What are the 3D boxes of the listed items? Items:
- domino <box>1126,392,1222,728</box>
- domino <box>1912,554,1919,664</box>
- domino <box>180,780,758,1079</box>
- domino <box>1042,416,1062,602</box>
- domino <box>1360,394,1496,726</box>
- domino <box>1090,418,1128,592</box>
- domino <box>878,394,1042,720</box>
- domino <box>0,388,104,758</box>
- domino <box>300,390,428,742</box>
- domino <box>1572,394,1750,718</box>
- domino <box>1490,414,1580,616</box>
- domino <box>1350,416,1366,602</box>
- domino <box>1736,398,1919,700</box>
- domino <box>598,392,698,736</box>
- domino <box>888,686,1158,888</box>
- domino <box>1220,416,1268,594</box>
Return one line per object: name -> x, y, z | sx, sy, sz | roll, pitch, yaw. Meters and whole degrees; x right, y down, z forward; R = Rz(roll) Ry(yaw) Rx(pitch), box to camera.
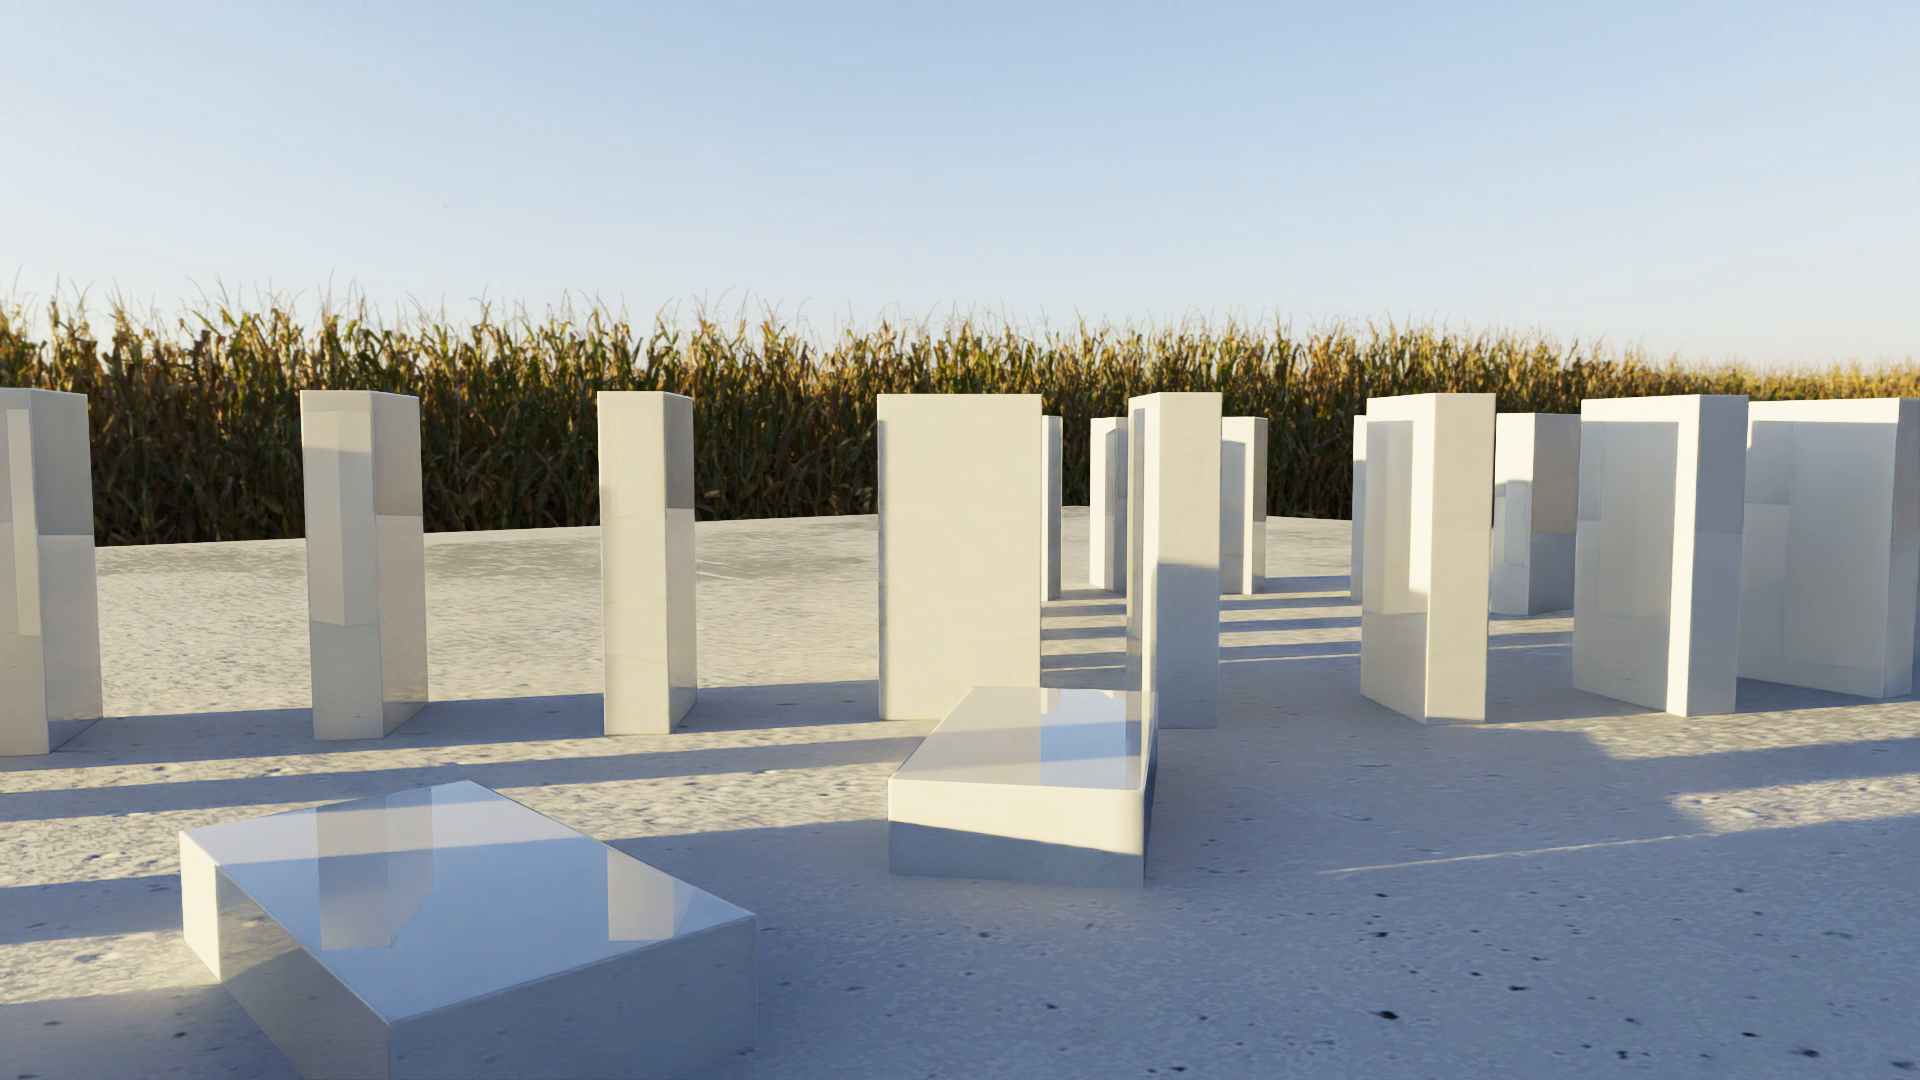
domino -> 0.033, 0.002, 0.203 | 0.010, 0.050, 0.025 | 0, 4, -3
domino -> 0.174, -0.001, 0.253 | 0.025, 0.050, 0.010 | 1, 4, 13
domino -> -0.040, 0.030, 0.100 | 0.025, 0.009, 0.050 | -4, 6, -43
domino -> 0.015, -0.009, 0.355 | 0.025, 0.050, 0.009 | 2, 5, 27
domino -> 0.074, 0.002, 0.205 | 0.010, 0.050, 0.025 | 0, 4, -5
domino -> 0.047, -0.011, 0.379 | 0.009, 0.050, 0.025 | -1, 4, -10
domino -> 0.000, 0.002, 0.201 | 0.025, 0.050, 0.009 | 0, 4, 0
domino -> -0.134, 0.004, 0.184 | 0.010, 0.050, 0.025 | -2, 5, -19
domino -> -0.090, 0.003, 0.195 | 0.010, 0.050, 0.025 | -1, 4, -8
domino -> 0.115, 0.002, 0.211 | 0.010, 0.050, 0.025 | -1, 4, -14
domino -> 0.147, -0.007, 0.327 | 0.025, 0.050, 0.009 | -4, 6, -40
domino -> 0.118, -0.009, 0.354 | 0.009, 0.050, 0.025 | 3, 5, 37
domino -> 0.152, 0.001, 0.225 | 0.010, 0.050, 0.025 | -2, 5, -30
domino -> -0.048, 0.003, 0.198 | 0.010, 0.050, 0.025 | 0, 4, -3
domino -> 0.010, 0.027, 0.149 | 0.025, 0.010, 0.050 | 1, 4, 10
domino -> 0.083, -0.011, 0.375 | 0.010, 0.050, 0.025 | 2, 5, 22
